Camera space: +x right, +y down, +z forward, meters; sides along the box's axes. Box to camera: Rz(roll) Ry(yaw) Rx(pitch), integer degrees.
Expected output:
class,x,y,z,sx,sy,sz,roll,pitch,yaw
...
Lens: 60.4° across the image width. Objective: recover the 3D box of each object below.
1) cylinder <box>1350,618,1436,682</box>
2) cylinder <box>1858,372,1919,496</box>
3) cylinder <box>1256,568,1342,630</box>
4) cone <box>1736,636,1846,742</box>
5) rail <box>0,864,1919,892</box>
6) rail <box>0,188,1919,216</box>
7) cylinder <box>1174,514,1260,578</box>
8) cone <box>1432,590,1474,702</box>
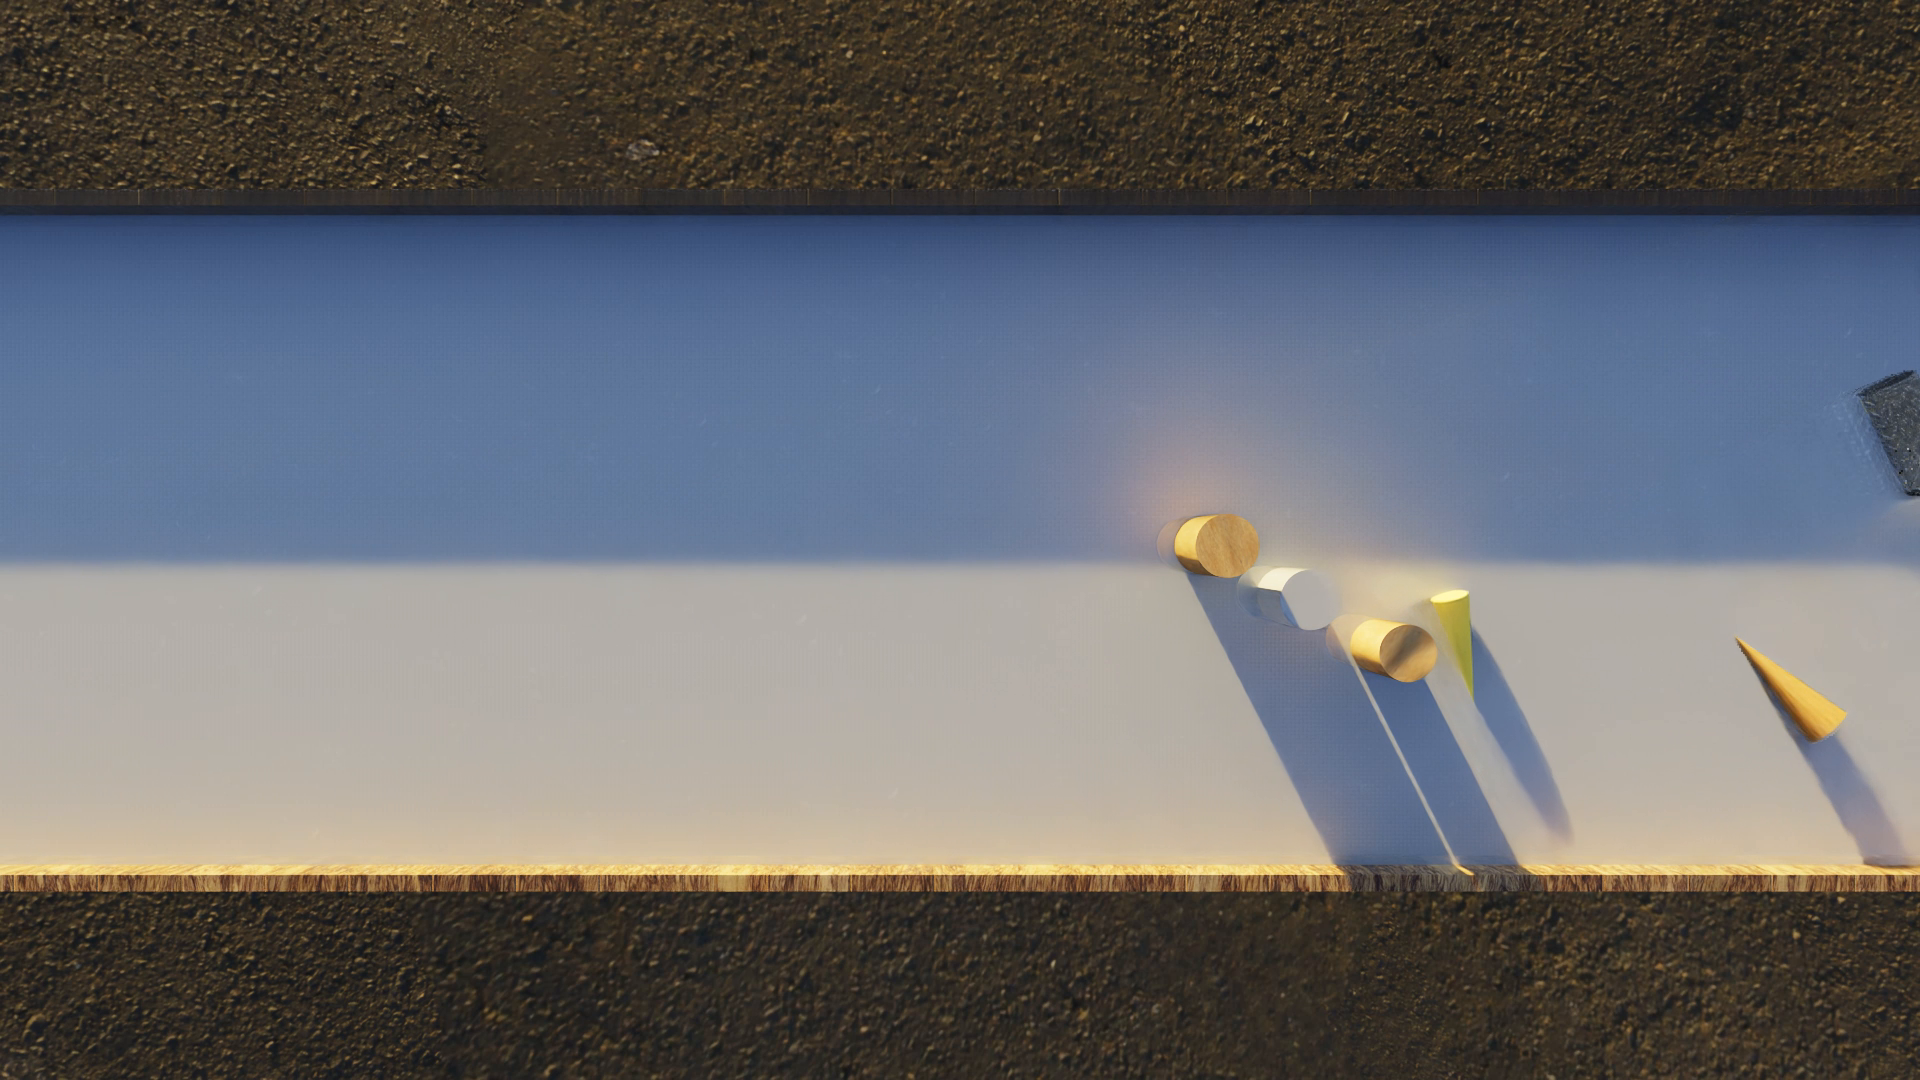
class,x,y,z,sx,sy,sz,roll,pitch,yaw
cylinder,1.285,0.325,4.903,0.166,0.347,0.166,0,90,0
cylinder,2.879,-0.322,4.996,0.162,0.162,0.342,-26,90,0
cylinder,1.000,0.170,4.889,0.174,0.376,0.174,0,90,0
cone,2.509,0.429,5.044,0.132,0.132,0.384,-43,80,0
rail,-2.247,1.025,5.001,12.000,0.150,0.050,0,90,0
rail,-2.247,-1.025,5.002,12.000,0.150,0.050,0,90,0
cylinder,0.749,0.017,4.848,0.179,0.458,0.179,0,90,0
cone,1.536,0.337,5.050,0.108,0.108,0.347,-15,99,0
